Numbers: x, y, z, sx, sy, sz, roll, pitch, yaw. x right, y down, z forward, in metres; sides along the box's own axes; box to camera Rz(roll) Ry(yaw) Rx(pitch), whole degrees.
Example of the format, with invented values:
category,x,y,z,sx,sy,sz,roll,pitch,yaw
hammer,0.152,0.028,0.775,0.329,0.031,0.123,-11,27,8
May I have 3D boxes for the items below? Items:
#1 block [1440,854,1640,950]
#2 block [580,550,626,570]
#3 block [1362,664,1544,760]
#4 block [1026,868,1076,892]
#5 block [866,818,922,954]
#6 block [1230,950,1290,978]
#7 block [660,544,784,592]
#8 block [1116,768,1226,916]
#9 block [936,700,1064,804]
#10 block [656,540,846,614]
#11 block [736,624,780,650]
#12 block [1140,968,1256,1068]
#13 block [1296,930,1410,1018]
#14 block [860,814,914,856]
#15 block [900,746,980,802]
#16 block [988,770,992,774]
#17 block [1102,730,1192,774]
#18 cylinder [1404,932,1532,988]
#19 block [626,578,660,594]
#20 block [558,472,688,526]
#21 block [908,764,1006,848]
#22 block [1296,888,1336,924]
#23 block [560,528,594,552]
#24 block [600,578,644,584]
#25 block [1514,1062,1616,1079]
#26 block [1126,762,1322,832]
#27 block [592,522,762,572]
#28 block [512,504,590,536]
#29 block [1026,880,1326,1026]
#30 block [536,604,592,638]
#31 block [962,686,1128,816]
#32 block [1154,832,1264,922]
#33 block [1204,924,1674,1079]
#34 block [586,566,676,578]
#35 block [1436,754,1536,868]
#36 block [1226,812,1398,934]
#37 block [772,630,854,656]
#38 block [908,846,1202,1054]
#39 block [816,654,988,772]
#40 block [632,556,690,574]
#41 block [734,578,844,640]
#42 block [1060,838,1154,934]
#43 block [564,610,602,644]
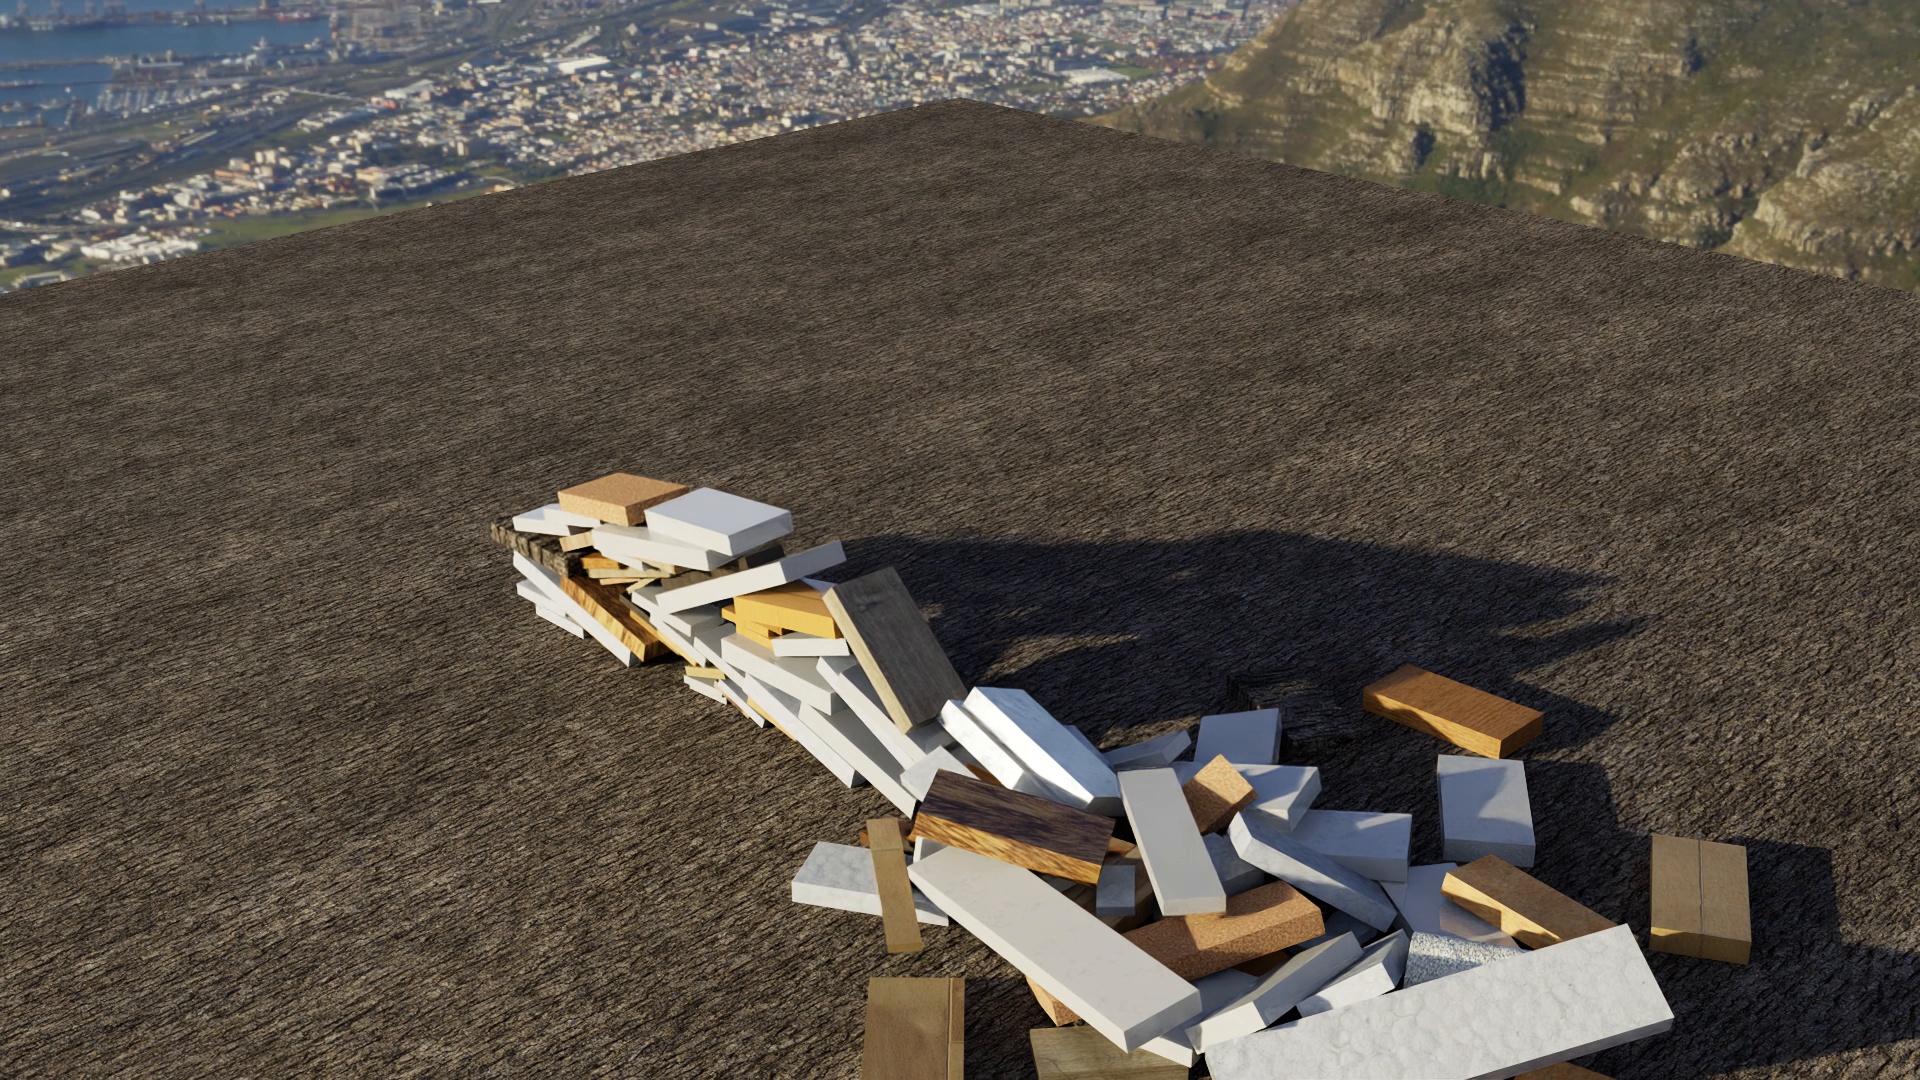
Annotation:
category,x,y,z,sx,sy,sz,roll,pitch,yaw
block,1.055,0.684,4.010,0.159,0.045,0.318,-9,30,-45
block,-0.795,0.040,5.090,0.092,0.026,0.185,-23,13,-34
block,1.077,0.374,4.816,0.347,0.049,0.173,21,31,40
block,0.123,0.648,4.092,0.221,0.031,0.111,-24,15,-27
block,-0.126,0.641,4.118,0.060,0.017,0.442,-3,23,-7
block,0.482,0.786,3.864,0.247,0.035,0.124,-11,25,-24
block,-0.526,0.063,4.842,0.095,0.027,0.390,-20,4,-36
block,0.385,0.550,4.064,0.111,0.031,0.503,-4,21,-4
block,0.127,0.445,4.363,0.350,0.050,0.175,41,18,31
block,-0.459,0.084,4.772,0.164,0.046,0.500,-21,4,-39
block,-0.407,0.201,4.742,0.075,0.021,0.149,-20,30,-39
block,0.400,0.800,3.741,0.124,0.035,0.247,15,27,32
block,0.671,0.739,3.715,0.159,0.045,0.318,-30,-8,15
block,-0.094,0.598,4.320,0.200,0.024,0.086,18,29,36
block,-0.010,0.496,4.292,0.104,0.030,0.209,-34,49,-22
block,0.091,0.480,4.453,0.024,0.086,0.172,-32,54,-24
block,0.359,0.451,4.525,0.218,0.031,0.109,-21,7,37
cylinder,0.849,0.771,3.693,0.196,0.196,0.196,7,24,16
block,-0.712,0.094,5.040,0.101,0.014,0.050,-28,-3,32
block,-0.765,-0.094,5.000,0.162,0.046,0.325,-20,19,-33
block,0.003,0.537,4.291,0.104,0.030,0.209,23,53,29
block,0.661,0.673,4.099,0.079,0.022,0.158,9,11,21
block,-0.820,-0.019,5.109,0.114,0.032,0.229,-23,8,-41
block,-0.769,0.084,5.098,0.050,0.014,0.172,-24,12,-39
block,1.505,1.047,3.239,1.428,0.042,0.147,15,27,31
block,0.518,0.504,4.340,0.347,0.049,0.173,-1,22,31
block,-0.624,-0.006,4.833,0.375,0.046,0.162,9,27,40
block,-0.950,-0.048,5.229,0.229,0.032,0.114,5,21,45
block,0.374,0.719,3.850,0.502,0.047,0.166,-16,13,-12
block,-0.925,0.181,5.299,0.098,0.028,0.196,-21,31,-40
block,0.179,0.419,4.357,0.350,0.050,0.175,41,18,31
block,0.458,0.650,4.049,0.141,0.141,0.141,-15,27,-32
block,0.764,0.798,3.522,0.722,0.049,0.172,-15,53,-5
block,-0.727,0.059,5.040,0.092,0.026,0.359,-24,14,-37
block,1.054,0.541,4.423,0.172,0.049,0.344,4,23,9
block,0.645,0.609,4.044,0.307,0.043,0.153,28,9,-7
block,-0.265,0.204,4.588,0.129,0.037,0.258,-21,11,-39
block,0.150,0.692,3.859,0.153,0.043,0.697,-23,26,-25
block,-0.095,0.391,4.470,0.129,0.037,0.481,-21,56,-40
block,-0.638,0.029,4.850,0.095,0.027,0.191,-22,24,-32
block,-0.308,0.139,4.618,0.164,0.046,0.328,-21,20,-40
block,0.265,0.671,4.090,0.166,0.047,0.332,13,29,34
block,-0.841,0.192,5.213,0.098,0.028,0.196,-21,45,-40
